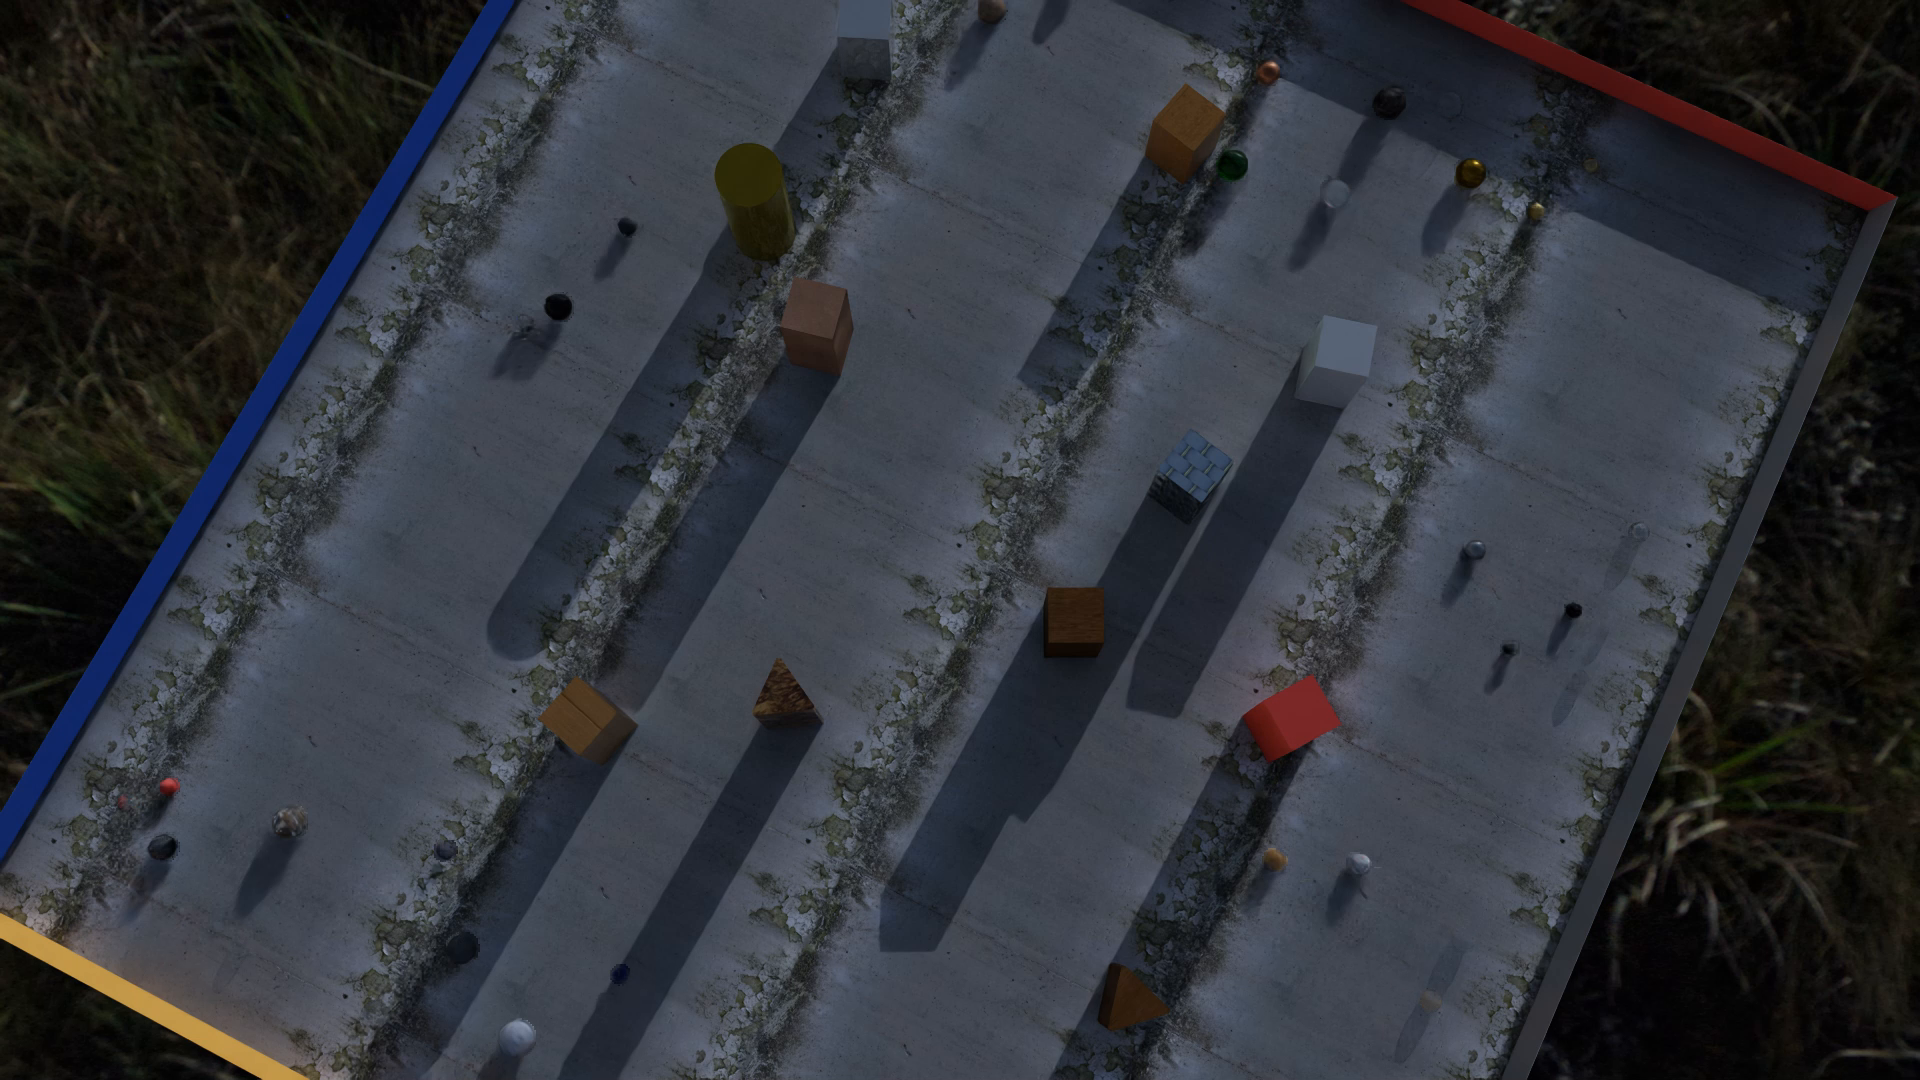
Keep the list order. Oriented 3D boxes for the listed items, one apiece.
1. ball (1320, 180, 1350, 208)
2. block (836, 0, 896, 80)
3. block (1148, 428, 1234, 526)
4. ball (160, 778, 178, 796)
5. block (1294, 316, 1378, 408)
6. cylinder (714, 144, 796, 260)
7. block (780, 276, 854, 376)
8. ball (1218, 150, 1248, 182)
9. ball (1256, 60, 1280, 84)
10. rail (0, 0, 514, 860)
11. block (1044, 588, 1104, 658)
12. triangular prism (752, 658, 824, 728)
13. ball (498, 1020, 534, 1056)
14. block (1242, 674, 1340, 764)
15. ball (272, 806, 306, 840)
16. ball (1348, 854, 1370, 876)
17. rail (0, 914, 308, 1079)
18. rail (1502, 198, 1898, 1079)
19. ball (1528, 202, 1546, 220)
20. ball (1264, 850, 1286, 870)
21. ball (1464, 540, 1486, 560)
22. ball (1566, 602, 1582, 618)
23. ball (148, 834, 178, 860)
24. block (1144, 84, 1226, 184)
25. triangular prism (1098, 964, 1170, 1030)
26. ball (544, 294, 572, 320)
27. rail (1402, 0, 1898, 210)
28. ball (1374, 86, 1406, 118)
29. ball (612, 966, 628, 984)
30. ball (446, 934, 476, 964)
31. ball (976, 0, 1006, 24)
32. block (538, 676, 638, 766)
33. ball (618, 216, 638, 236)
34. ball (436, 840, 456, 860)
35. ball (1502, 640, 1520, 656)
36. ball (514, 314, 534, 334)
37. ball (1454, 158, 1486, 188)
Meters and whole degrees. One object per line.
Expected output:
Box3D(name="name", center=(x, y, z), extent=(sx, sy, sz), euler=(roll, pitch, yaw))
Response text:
Box3D(name="ball", center=(1.187, -1.096, 5.798), extent=(0.089, 0.089, 0.089), euler=(0, 78, 0))
Box3D(name="block", center=(-0.295, -1.598, 5.806), extent=(0.160, 0.277, 0.160), euler=(4, 78, 1))
Box3D(name="block", center=(0.688, -0.185, 5.492), extent=(0.160, 0.320, 0.160), euler=(38, 81, 7))
Box3D(name="ball", center=(-2.350, 0.733, 5.439), extent=(0.050, 0.050, 0.050), euler=(0, 78, 0))
Box3D(name="block", center=(1.135, -0.536, 5.554), extent=(0.160, 0.341, 0.160), euler=(12, 79, 2))
Box3D(name="cylinder", center=(-0.621, -1.027, 5.600), extent=(0.200, 0.449, 0.200), euler=(0, 78, 0))
Box3D(name="block", center=(-0.431, -0.644, 5.561), extent=(0.160, 0.371, 0.160), euler=(14, 79, 3))
Box3D(name="ball", center=(0.866, -1.188, 5.813), extent=(0.098, 0.098, 0.098), euler=(0, 78, 0))
Box3D(name="ball", center=(0.990, -1.502, 5.889), extent=(0.077, 0.077, 0.077), euler=(0, 78, 0))
Box3D(name="rail", center=(-1.882, -0.915, 5.739), extent=(0.045, 0.130, 4.553), euler=(26, 80, 5))
Box3D(name="block", center=(0.334, 0.246, 5.409), extent=(0.160, 0.306, 0.160), euler=(0, 78, 0))
Box3D(name="triangular prism", center=(-0.502, 0.444, 5.324), extent=(0.173, 0.392, 0.150), euler=(-6, 78, -1))
Box3D(name="ball", center=(-1.276, 1.434, 5.269), extent=(0.100, 0.100, 0.100), euler=(0, 78, 0))
Box3D(name="block", center=(0.955, 0.521, 5.306), extent=(0.160, 0.397, 0.160), euler=(-28, 80, -5))
Box3D(name="ball", center=(-1.975, 0.832, 5.396), extent=(0.096, 0.096, 0.096), euler=(0, 78, 0))
Box3D(name="ball", center=(1.173, 0.954, 5.386), extent=(0.066, 0.066, 0.066), euler=(0, 78, 0))
Box3D(name="rail", center=(-1.008, 1.980, 5.139), extent=(4.256, 0.130, 0.045), euler=(26, 80, 5))
Box3D(name="rail", center=(1.882, 0.928, 5.357), extent=(0.045, 0.130, 4.553), euler=(26, 80, 5))
Box3D(name="ball", center=(1.825, -1.041, 5.805), extent=(0.054, 0.054, 0.054), euler=(0, 78, 0))
Box3D(name="ball", center=(0.927, 0.942, 5.390), extent=(0.061, 0.061, 0.061), euler=(0, 78, 0))
Box3D(name="ball", center=(1.569, 0.030, 5.578), extent=(0.063, 0.063, 0.063), euler=(0, 78, 0))
Box3D(name="ball", center=(1.858, 0.214, 5.547), extent=(0.049, 0.049, 0.049), euler=(0, 78, 0))
Box3D(name="ball", center=(-2.344, 0.905, 5.390), extent=(0.077, 0.077, 0.077), euler=(0, 78, 0))
Box3D(name="block", center=(0.704, -1.270, 5.746), extent=(0.160, 0.262, 0.160), euler=(39, 81, 7))
Box3D(name="triangular prism", center=(0.464, 1.267, 5.152), extent=(0.173, 0.396, 0.150), euler=(-16, 79, -3))
Box3D(name="ball", center=(-1.254, -0.728, 5.724), extent=(0.085, 0.085, 0.085), euler=(0, 78, 0))
Box3D(name="rail", center=(1.008, -1.966, 5.956), extent=(4.256, 0.130, 0.045), euler=(26, 80, 5))
Box3D(name="ball", center=(1.375, -1.400, 5.856), extent=(0.099, 0.099, 0.099), euler=(0, 78, 0))
Box3D(name="ball", center=(-0.987, 1.265, 5.331), extent=(0.047, 0.047, 0.047), euler=(0, 78, 0))
Box3D(name="ball", center=(-1.448, 1.189, 5.327), extent=(0.086, 0.086, 0.086), euler=(0, 78, 0))
Box3D(name="ball", center=(0.101, -1.715, 5.924), extent=(0.093, 0.093, 0.093), euler=(0, 78, 0))
Box3D(name="block", center=(-1.078, 0.529, 5.334), extent=(0.160, 0.340, 0.160), euler=(40, 81, 8))
Box3D(name="ball", center=(-1.049, -0.994, 5.791), extent=(0.061, 0.061, 0.061), euler=(0, 78, 0))
Box3D(name="ball", center=(-1.516, 0.915, 5.399), extent=(0.055, 0.055, 0.055), euler=(0, 78, 0))
Box3D(name="ball", center=(1.661, 0.327, 5.523), extent=(0.050, 0.050, 0.050), euler=(0, 78, 0))
Box3D(name="ball", center=(-1.364, -0.674, 5.726), extent=(0.060, 0.060, 0.060), euler=(0, 78, 0))
Box3D(name="ball", center=(1.618, -1.162, 5.809), extent=(0.095, 0.095, 0.095), euler=(0, 78, 0))
